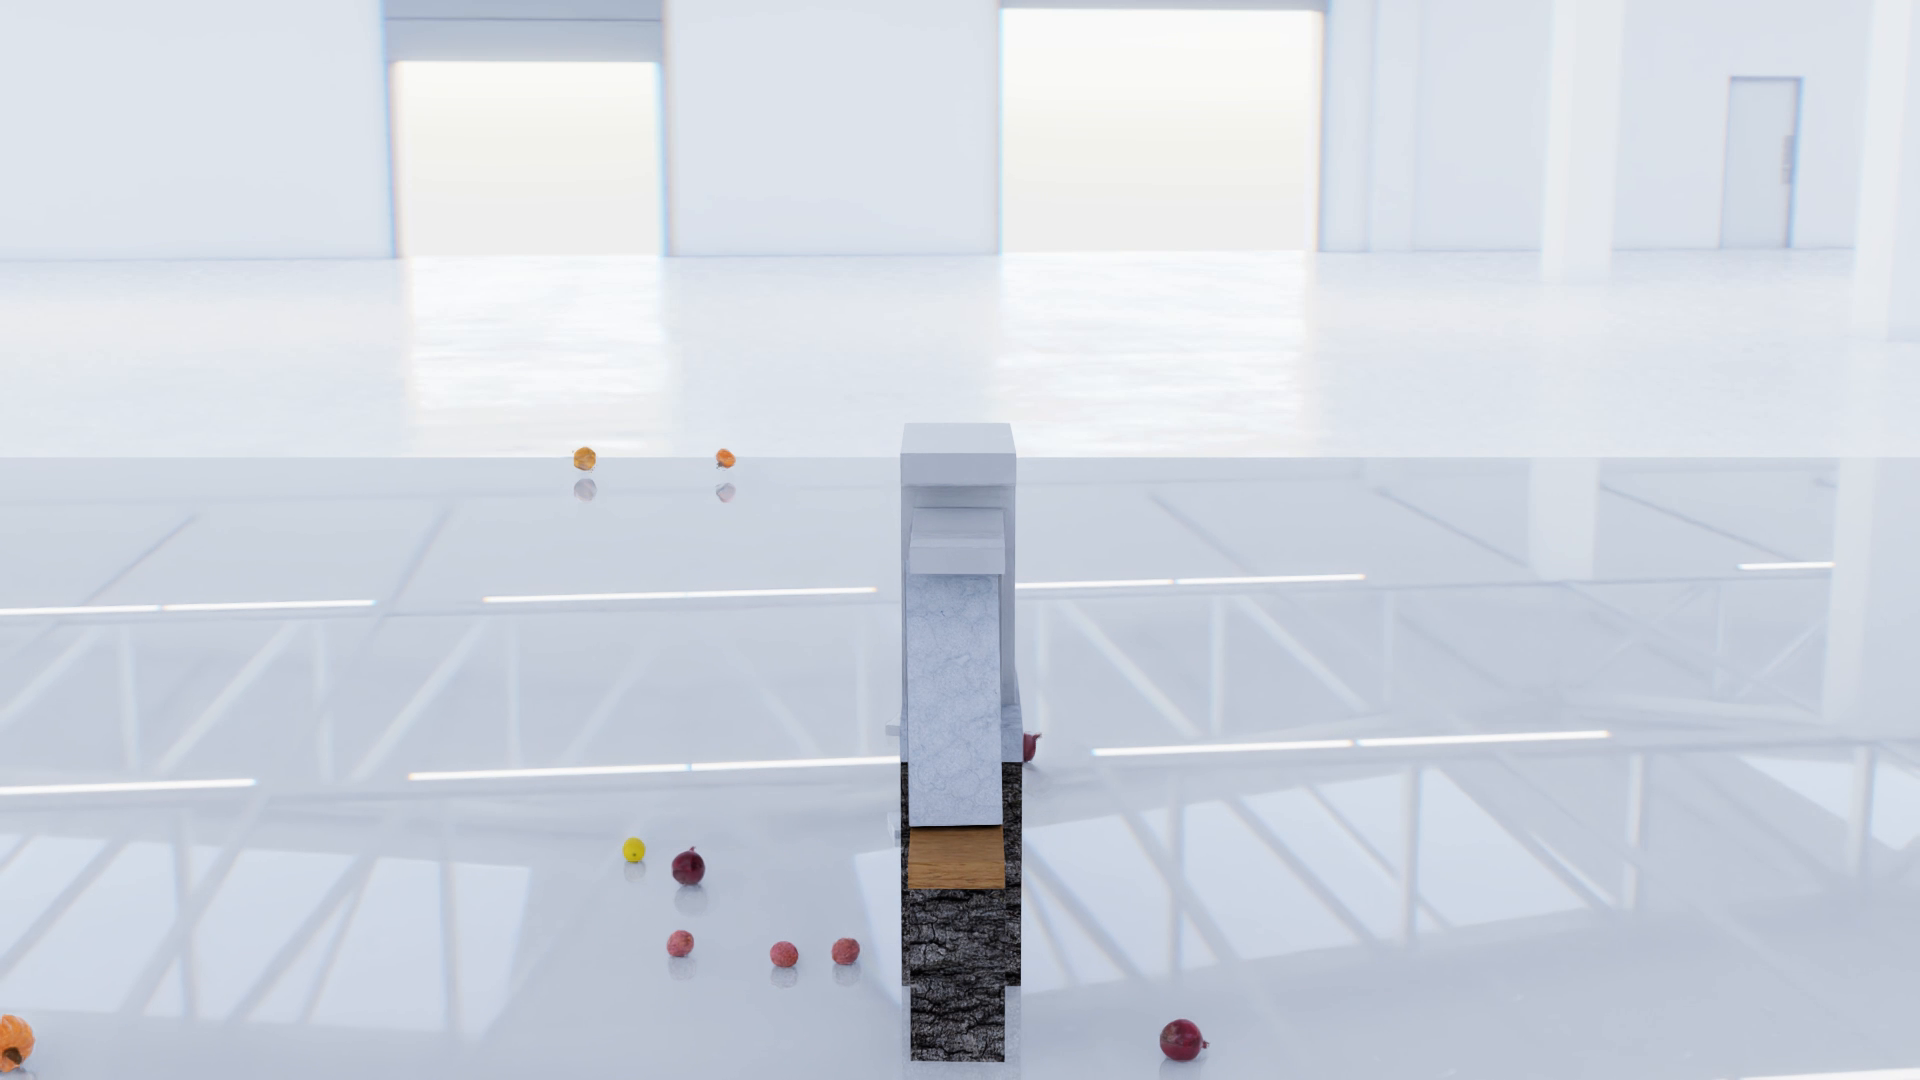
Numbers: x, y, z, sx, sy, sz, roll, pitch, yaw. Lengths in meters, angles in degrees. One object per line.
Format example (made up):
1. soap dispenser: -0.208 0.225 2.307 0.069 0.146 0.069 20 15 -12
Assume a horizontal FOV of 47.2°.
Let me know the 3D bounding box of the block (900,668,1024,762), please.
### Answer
1. block: 0.002 0.263 3.343 0.178 0.050 0.355 0 11 0

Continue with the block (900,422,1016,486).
1. block: -0.003 -0.133 3.362 0.169 0.048 0.337 0 11 0

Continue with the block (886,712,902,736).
1. block: -0.095 0.388 4.694 0.081 0.023 0.161 3 11 17

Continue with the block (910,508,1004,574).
1. block: -0.003 -0.001 3.117 0.129 0.037 0.258 0 13 0

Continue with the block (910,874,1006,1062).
1. block: -0.003 0.583 3.000 0.129 0.257 0.036 0 11 2

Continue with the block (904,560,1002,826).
1. block: -0.010 0.213 3.083 0.129 0.370 0.037 -1 -4 -4

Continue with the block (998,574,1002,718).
1. block: -0.004 0.129 3.217 0.129 0.258 0.037 0 0 0

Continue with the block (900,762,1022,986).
1. block: 0.002 0.484 3.264 0.178 0.355 0.050 0 11 0

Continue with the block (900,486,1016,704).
1. block: -0.003 0.076 3.288 0.169 0.338 0.048 0 11 0

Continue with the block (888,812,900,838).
1. block: -0.099 0.519 4.008 0.054 0.015 0.109 -2 11 -9

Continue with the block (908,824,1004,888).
1. block: -0.005 0.424 3.055 0.129 0.036 0.257 0 11 0
